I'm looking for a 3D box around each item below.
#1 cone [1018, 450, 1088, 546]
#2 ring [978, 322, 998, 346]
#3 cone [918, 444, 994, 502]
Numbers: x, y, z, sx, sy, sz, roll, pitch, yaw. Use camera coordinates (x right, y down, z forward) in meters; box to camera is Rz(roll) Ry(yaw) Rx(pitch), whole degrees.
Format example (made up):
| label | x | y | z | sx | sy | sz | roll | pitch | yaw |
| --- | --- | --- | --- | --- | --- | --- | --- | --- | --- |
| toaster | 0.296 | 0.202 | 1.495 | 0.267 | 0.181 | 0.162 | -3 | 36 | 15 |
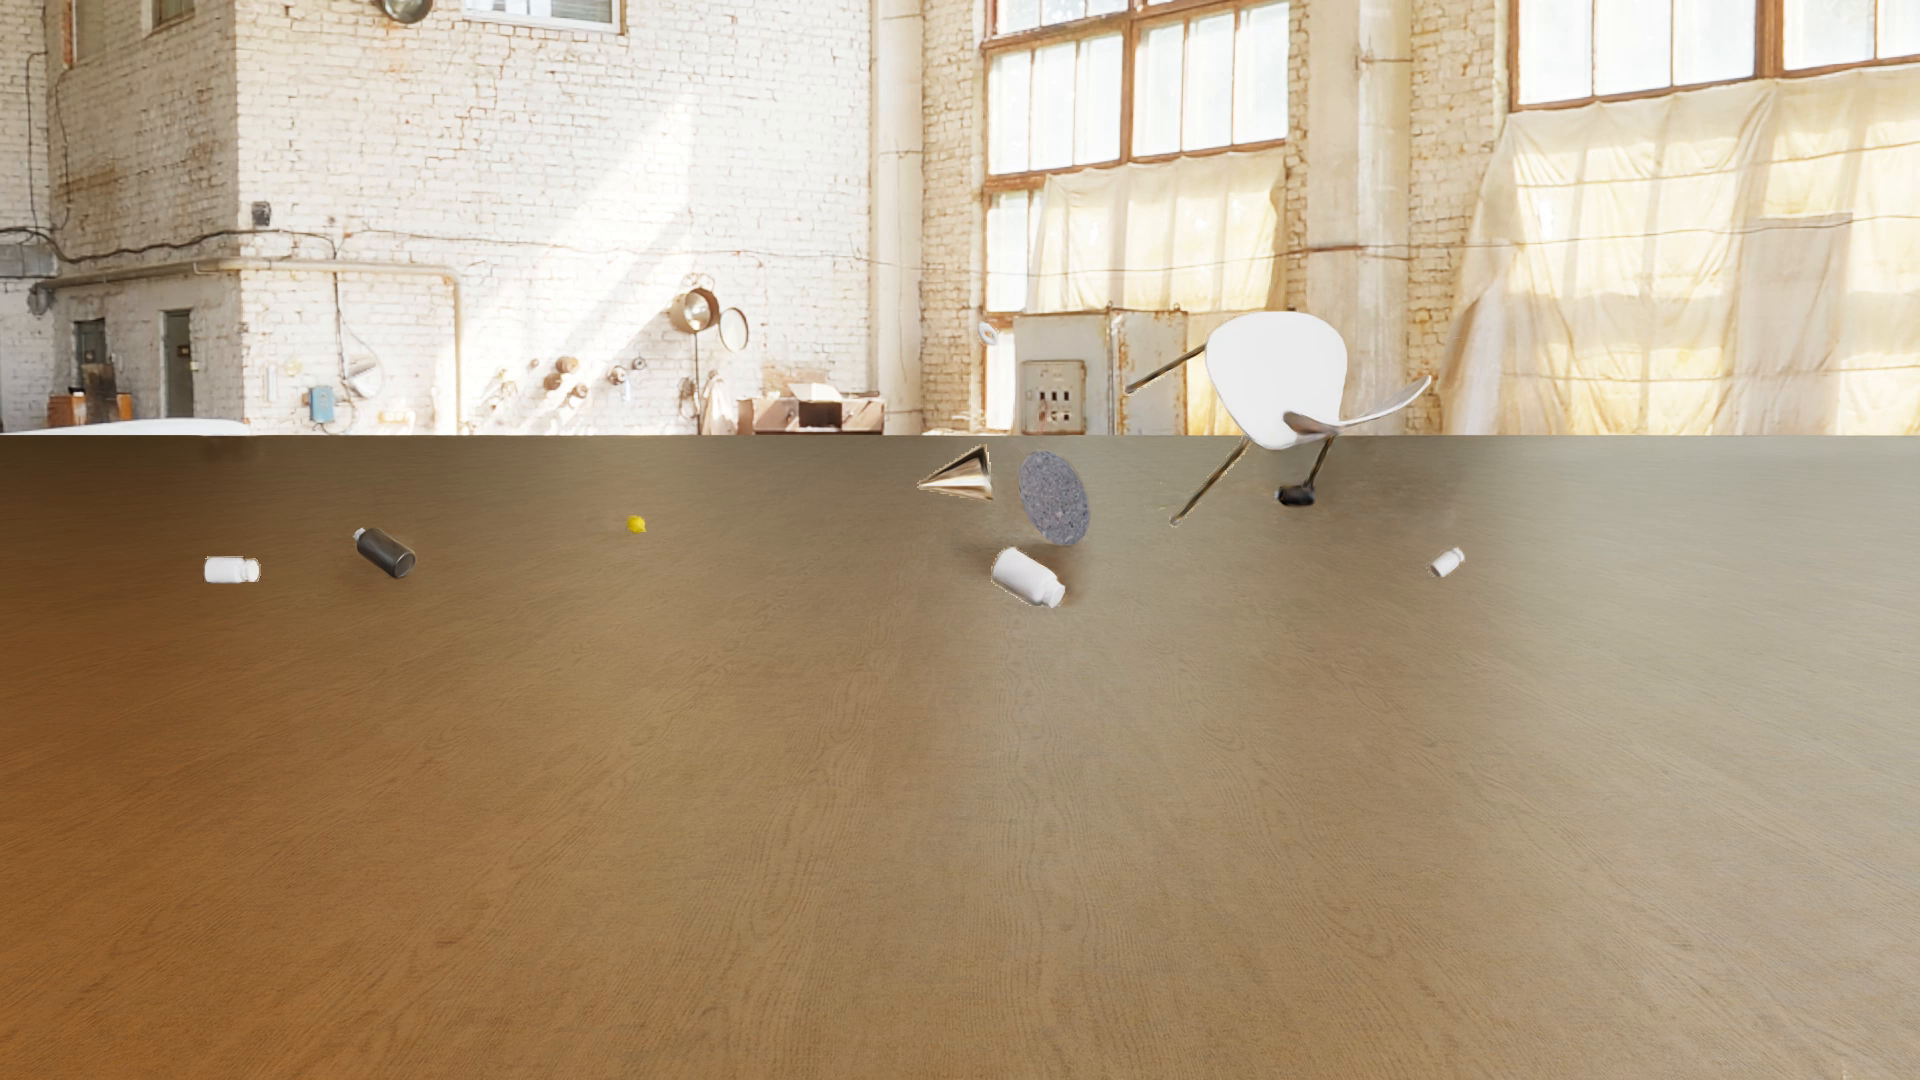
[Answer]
| label | x | y | z | sx | sy | sz | roll | pitch | yaw |
| --- | --- | --- | --- | --- | --- | --- | --- | --- | --- |
| cone | 0.298 | -0.122 | 6.383 | 0.190 | 0.294 | 0.145 | -30 | -11 | 21 |
| ring | 0.086 | -0.634 | 6.768 | 0.049 | 0.019 | 0.110 | -29 | -43 | 12 |
| cone | -0.029 | -0.236 | 8.535 | 0.286 | 0.225 | 0.203 | -10 | 11 | 3 |
